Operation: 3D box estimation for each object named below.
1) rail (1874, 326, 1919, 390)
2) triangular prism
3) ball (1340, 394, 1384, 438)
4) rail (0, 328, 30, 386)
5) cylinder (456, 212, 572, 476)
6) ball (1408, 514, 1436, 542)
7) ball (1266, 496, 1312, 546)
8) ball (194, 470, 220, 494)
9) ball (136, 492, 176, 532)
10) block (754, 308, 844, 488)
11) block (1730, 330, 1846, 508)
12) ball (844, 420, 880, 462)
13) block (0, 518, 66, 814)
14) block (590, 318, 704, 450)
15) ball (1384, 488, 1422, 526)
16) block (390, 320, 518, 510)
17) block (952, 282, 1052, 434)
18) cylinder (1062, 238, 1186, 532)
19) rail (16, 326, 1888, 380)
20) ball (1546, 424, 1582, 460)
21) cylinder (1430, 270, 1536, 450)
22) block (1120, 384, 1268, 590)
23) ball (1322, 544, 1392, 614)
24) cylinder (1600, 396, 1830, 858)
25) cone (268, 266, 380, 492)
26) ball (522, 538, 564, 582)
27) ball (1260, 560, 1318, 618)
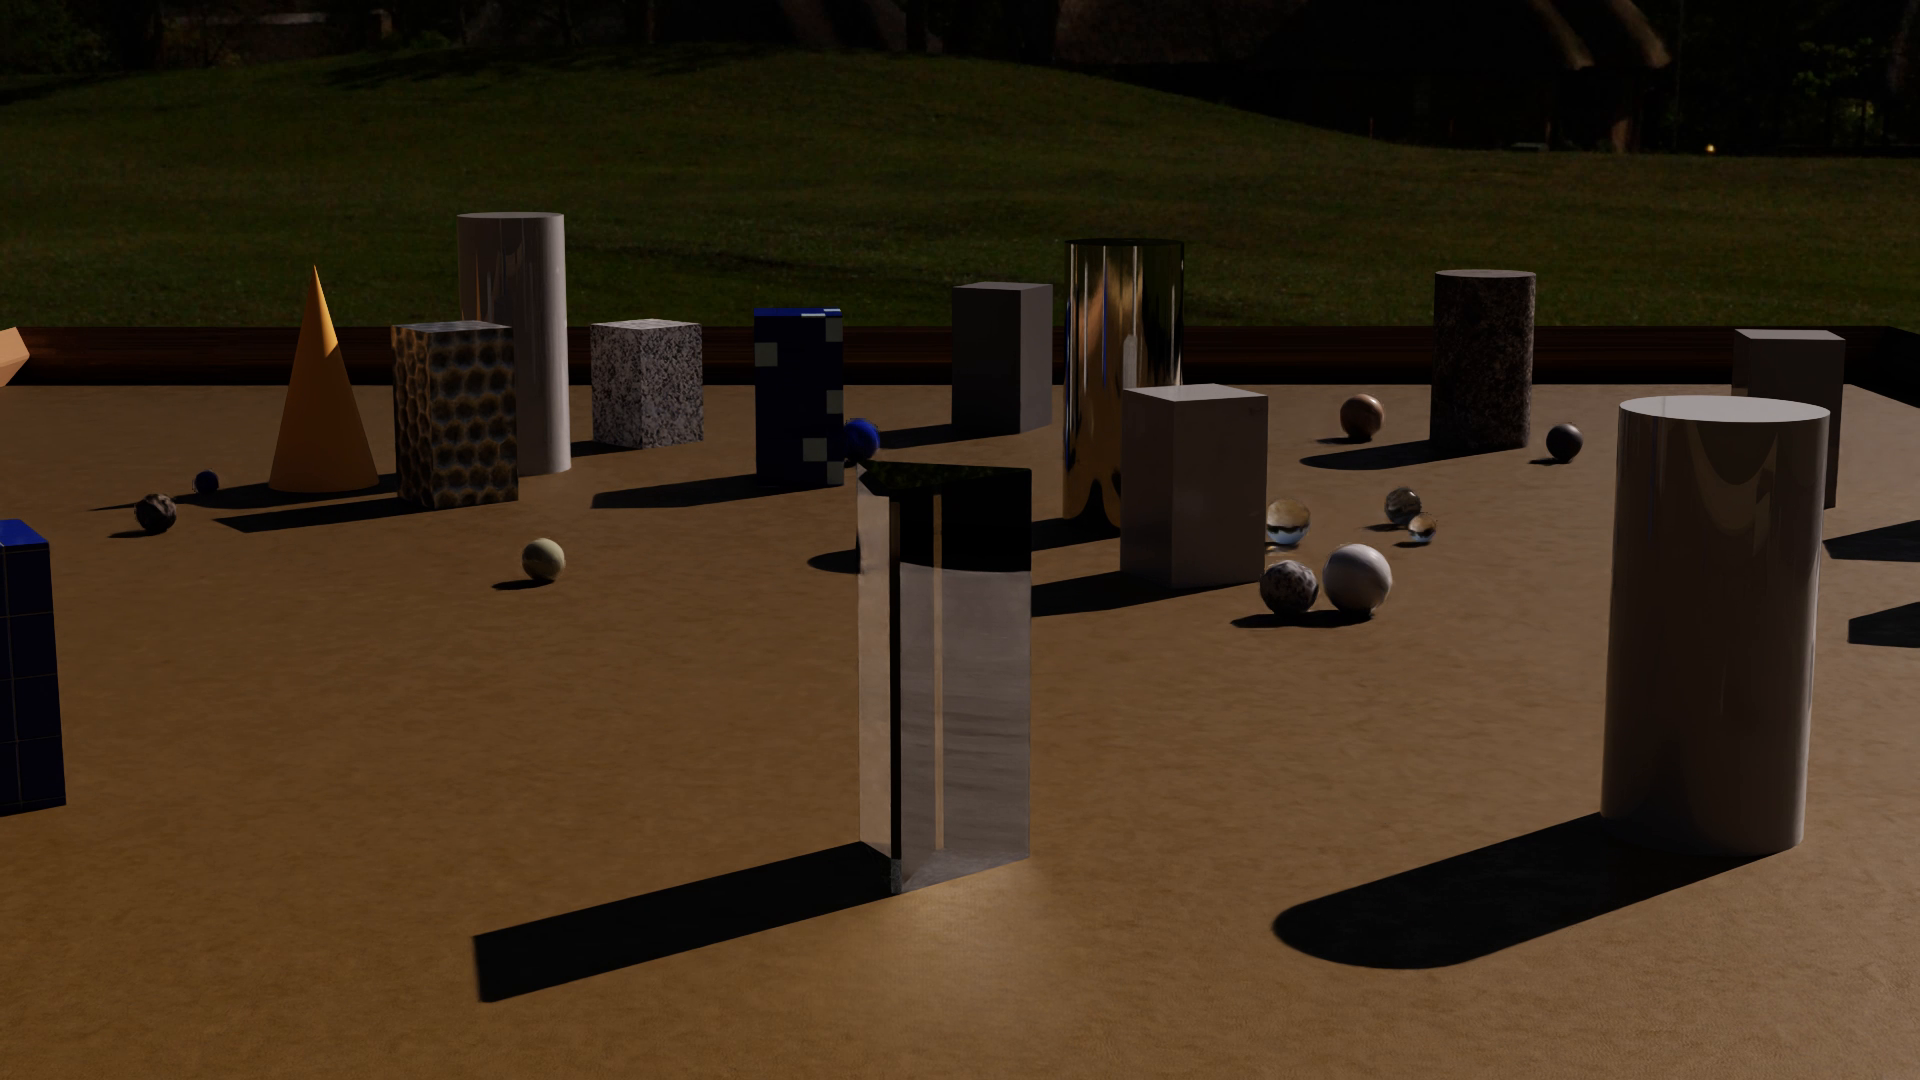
[{"bbox_3d":[2.142,0.029,3.461,0.045,0.123,5.069,0,11,0],"label":"rail"},{"bbox_3d":[-0.044,0.115,2.349,0.164,0.364,0.142,-10,14,-42],"label":"triangular prism"},{"bbox_3d":[0.787,-0.242,5.020,0.087,0.087,0.087,0,11,0],"label":"ball"},{"bbox_3d":[-2.142,0.034,3.437,0.045,0.123,5.069,0,11,0],"label":"rail"},{"bbox_3d":[-0.802,-0.355,4.620,0.190,0.457,0.190,0,11,0],"label":"cylinder"},{"bbox_3d":[0.709,-0.018,3.937,0.044,0.044,0.044,0,11,0],"label":"ball"},{"bbox_3d":[0.499,-0.029,3.916,0.074,0.074,0.074,0,11,0],"label":"ball"},{"bbox_3d":[-1.285,-0.098,4.376,0.041,0.041,0.041,0,11,0],"label":"ball"},{"bbox_3d":[-1.261,-0.044,4.027,0.061,0.061,0.061,0,11,0],"label":"ball"},{"bbox_3d":[-0.284,-0.253,4.507,0.152,0.297,0.152,-1,11,-5],"label":"block"},{"bbox_3d":[1.385,-0.206,4.309,0.152,0.278,0.152,1,11,7],"label":"block"},{"bbox_3d":[-0.187,-0.182,4.726,0.078,0.078,0.078,0,11,0],"label":"ball"},{"bbox_3d":[-0.991,0.128,2.551,0.152,0.266,0.152,-6,12,-30],"label":"block"},{"bbox_3d":[-0.606,-0.305,4.971,0.152,0.229,0.152,10,15,43],"label":"block"},{"bbox_3d":[0.705,-0.053,4.084,0.059,0.059,0.059,0,11,0],"label":"ball"},{"bbox_3d":[-0.848,-0.213,4.307,0.152,0.292,0.152,-7,13,-35],"label":"block"},{"bbox_3d":[0.085,-0.370,5.169,0.152,0.285,0.152,5,12,26],"label":"block"},{"bbox_3d":[0.259,-0.248,4.073,0.190,0.447,0.190,0,11,0],"label":"cylinder"},{"bbox_3d":[-0.014,-0.428,5.918,4.331,0.123,0.045,0,11,0],"label":"rail"},{"bbox_3d":[1.120,-0.182,4.756,0.067,0.067,0.067,0,11,0],"label":"ball"},{"bbox_3d":[1.006,-0.349,4.939,0.190,0.328,0.190,0,11,0],"label":"cylinder"},{"bbox_3d":[0.333,-0.079,3.662,0.152,0.265,0.152,-5,12,-24],"label":"block"},{"bbox_3d":[0.530,0.052,3.426,0.093,0.093,0.093,0,11,0],"label":"ball"},{"bbox_3d":[0.715,0.077,2.437,0.190,0.407,0.190,0,11,0],"label":"cylinder"},{"bbox_3d":[-1.112,-0.287,4.454,0.190,0.384,0.190,0,11,0],"label":"cone"},{"bbox_3d":[-0.592,0.028,3.642,0.061,0.061,0.061,0,11,0],"label":"ball"},{"bbox_3d":[0.437,0.065,3.407,0.076,0.076,0.076,0,11,0],"label":"ball"}]
